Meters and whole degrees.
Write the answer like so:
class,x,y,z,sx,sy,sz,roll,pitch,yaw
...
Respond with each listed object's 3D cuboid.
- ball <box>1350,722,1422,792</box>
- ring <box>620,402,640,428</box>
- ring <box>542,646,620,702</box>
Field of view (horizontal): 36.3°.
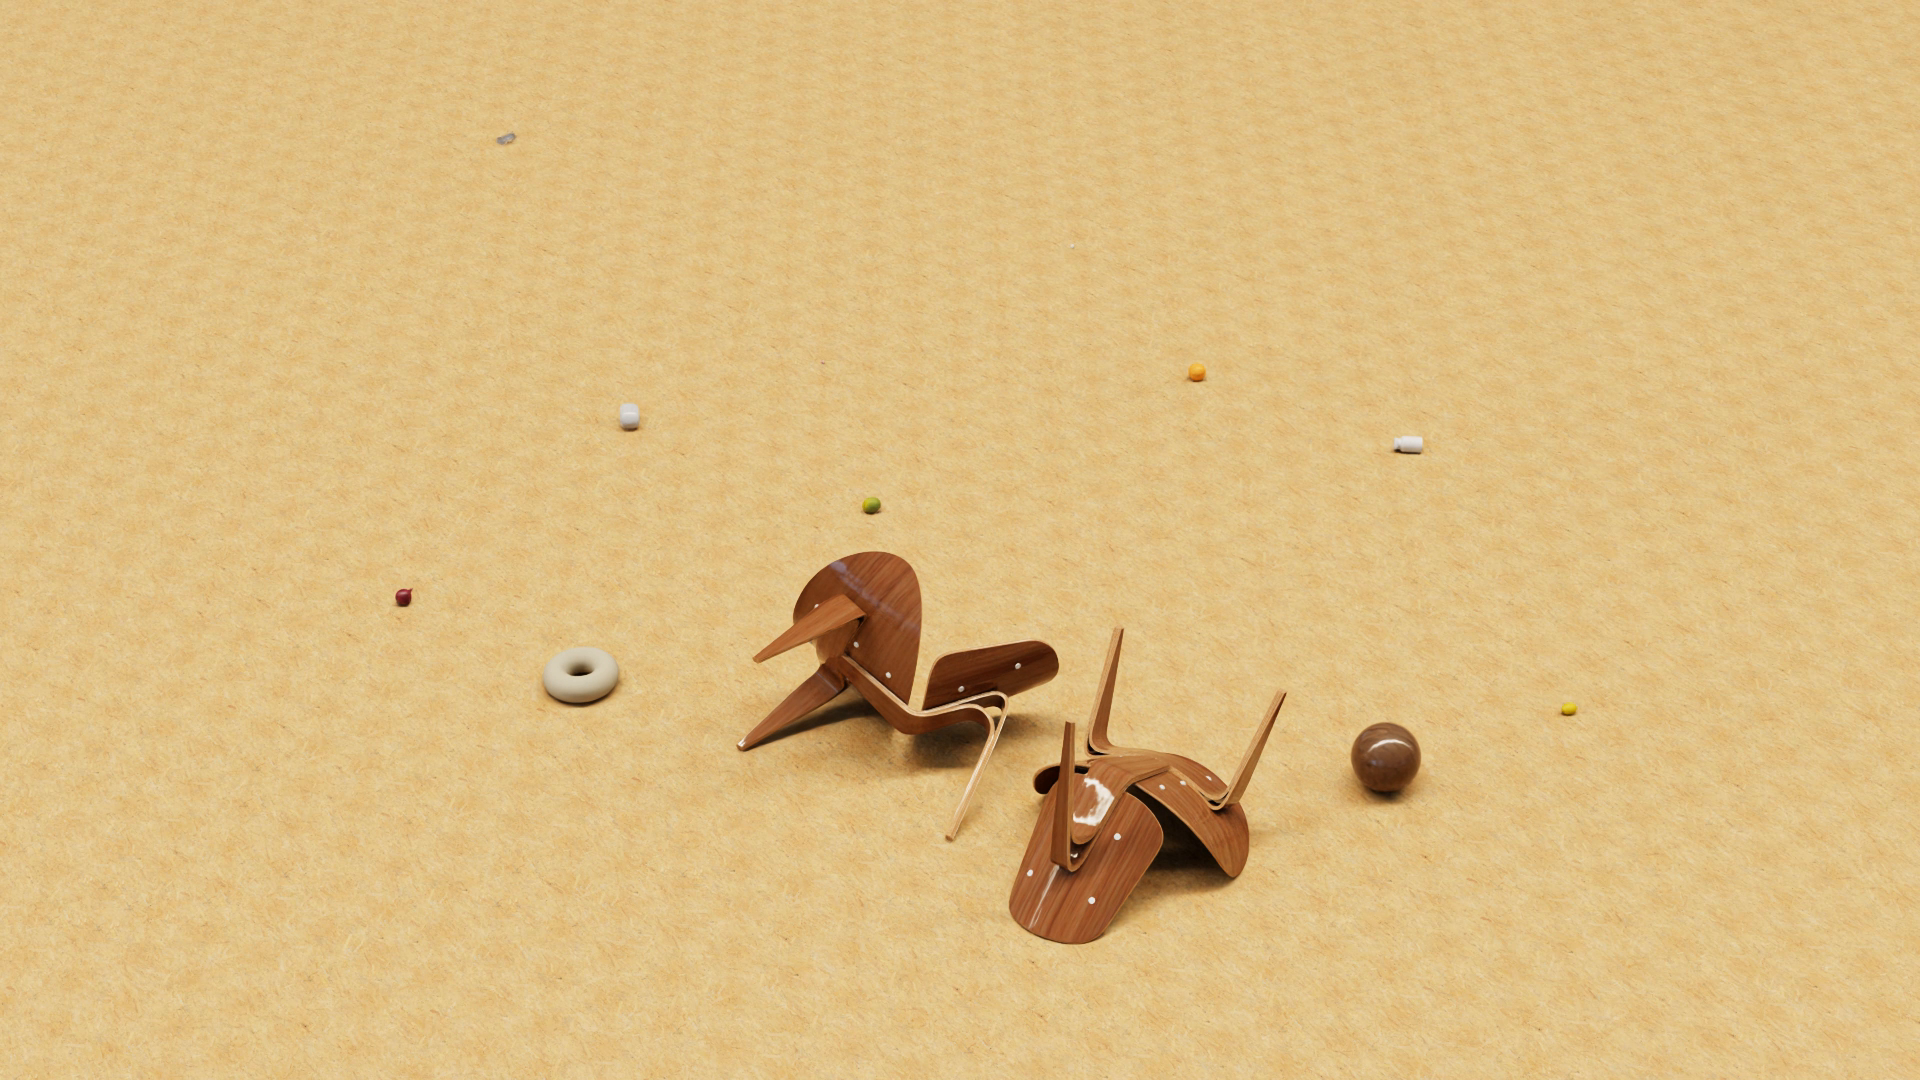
class,x,y,z,sx,sy,sz,roll,pitch,yaw
ball,1.402,0.714,9.649,0.232,0.232,0.232,0,33,0
ring,-1.310,-0.492,11.618,0.074,0.083,0.121,-1,46,-11
ring,-1.313,0.466,10.155,0.264,0.092,0.272,9,34,16
